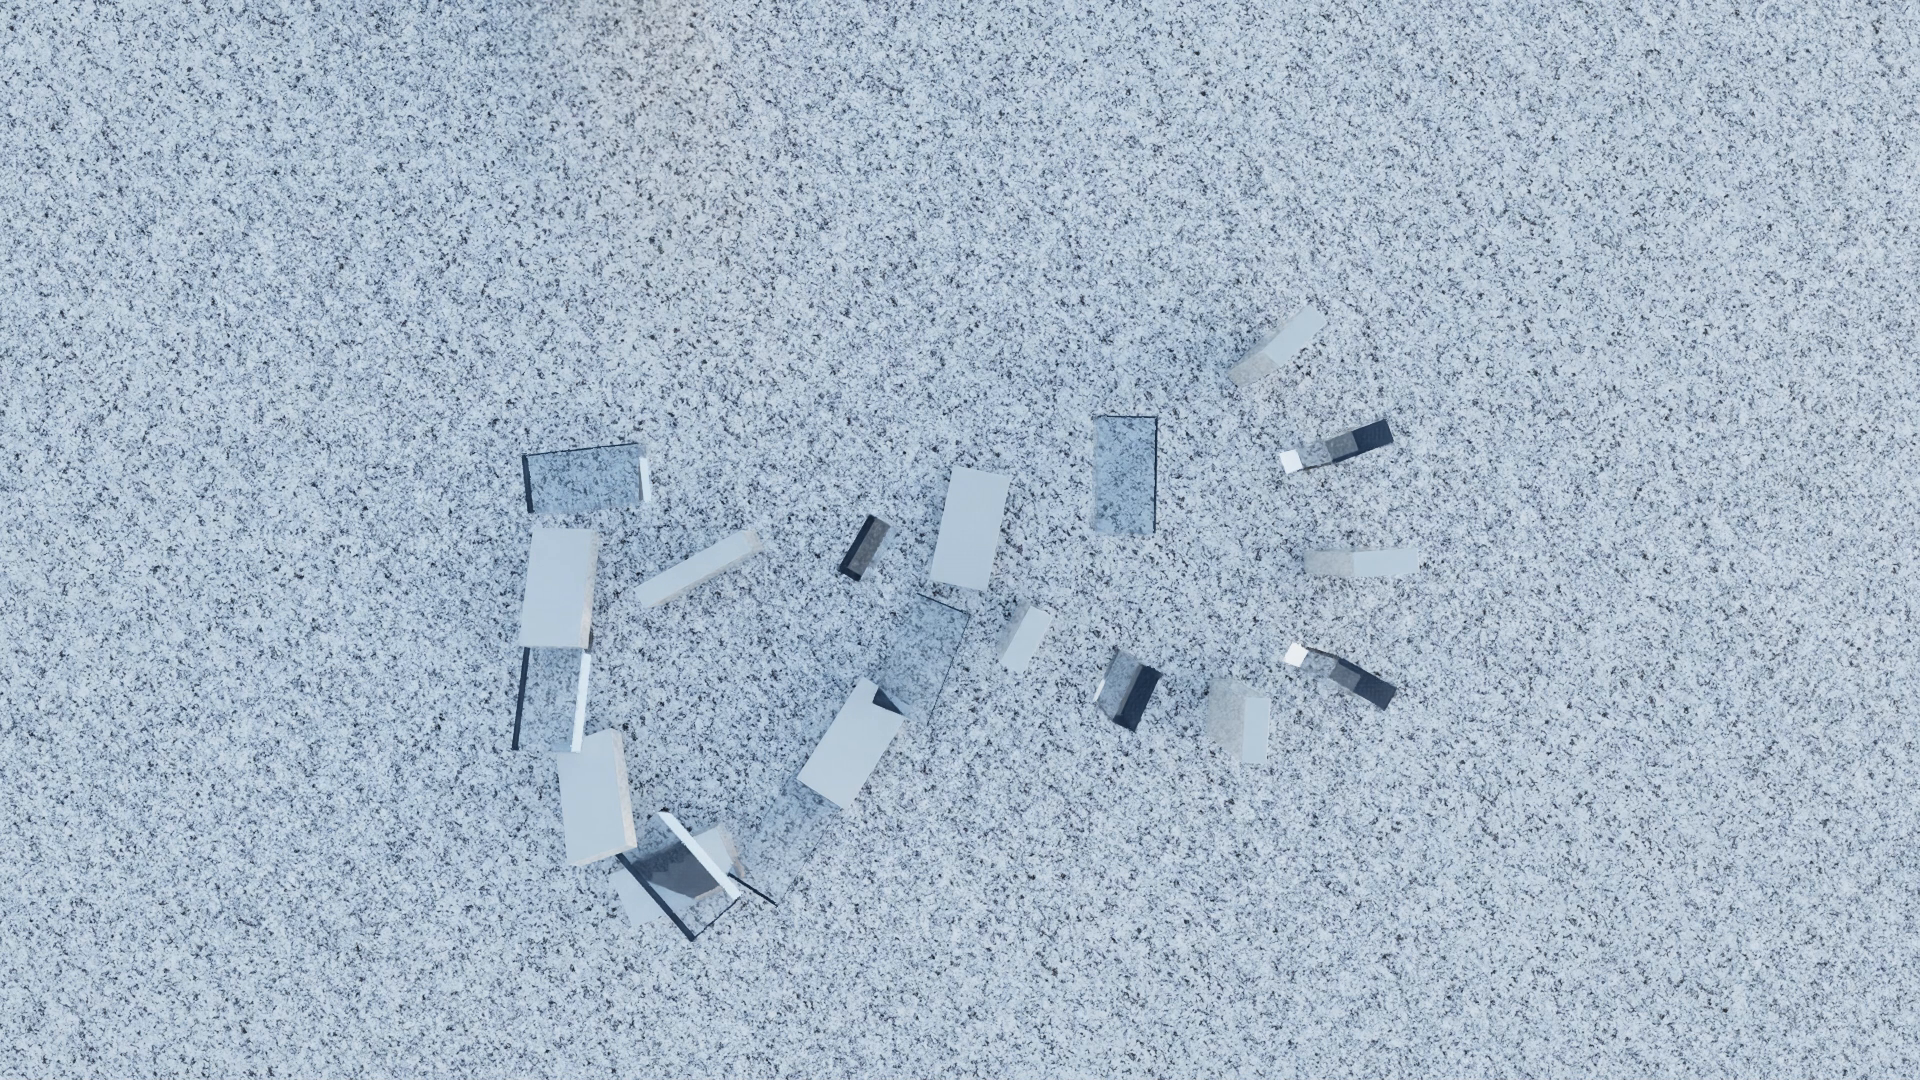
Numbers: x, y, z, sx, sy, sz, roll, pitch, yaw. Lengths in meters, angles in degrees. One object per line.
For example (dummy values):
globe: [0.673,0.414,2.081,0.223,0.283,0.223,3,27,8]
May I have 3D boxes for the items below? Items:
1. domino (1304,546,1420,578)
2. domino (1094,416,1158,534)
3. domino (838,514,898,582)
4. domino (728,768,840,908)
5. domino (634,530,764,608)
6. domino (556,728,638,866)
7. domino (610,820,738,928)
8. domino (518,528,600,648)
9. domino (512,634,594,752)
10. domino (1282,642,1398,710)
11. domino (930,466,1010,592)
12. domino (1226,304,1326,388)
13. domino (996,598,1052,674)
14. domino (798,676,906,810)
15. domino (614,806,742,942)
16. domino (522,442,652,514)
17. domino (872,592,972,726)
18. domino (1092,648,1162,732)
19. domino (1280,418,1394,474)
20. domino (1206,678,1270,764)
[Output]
domino: [0.163,0.009,0.375,0.025,0.050,0.009,-4,90,0]
domino: [0.071,-0.028,0.395,0.025,0.010,0.050,1,90,0]
domino: [-0.037,0.003,0.375,0.010,0.050,0.025,30,90,0]
domino: [-0.074,0.126,0.390,0.025,0.010,0.050,33,78,0]
domino: [-0.109,0.012,0.388,0.050,0.025,0.010,-29,90,0]
domino: [-0.153,0.108,0.385,0.025,0.009,0.050,-19,64,0]
domino: [-0.121,0.144,0.395,0.050,0.009,0.025,-24,90,0]
domino: [-0.170,0.021,0.390,0.025,0.010,0.050,1,77,0]
domino: [-0.173,0.064,0.390,0.025,0.009,0.050,1,77,0]
domino: [0.154,0.055,0.375,0.025,0.050,0.009,29,90,0]
domino: [0.004,-0.005,0.395,0.025,0.010,0.050,12,90,0]
domino: [0.128,-0.078,0.375,0.025,0.050,0.009,-44,90,0]
domino: [0.025,0.038,0.375,0.010,0.050,0.025,28,90,0]
domino: [-0.045,0.086,0.391,0.025,0.009,0.050,33,79,0]
domino: [-0.119,0.140,0.386,0.025,0.010,0.050,-41,90,0]
domino: [-0.161,-0.027,0.395,0.050,0.009,0.025,-6,90,0]
domino: [-0.016,0.051,0.390,0.025,0.009,0.050,22,79,-2]
domino: [0.068,0.060,0.375,0.010,0.050,0.025,25,90,0]
domino: [0.153,-0.038,0.375,0.025,0.050,0.009,-20,90,0]
domino: [0.113,0.073,0.375,0.010,0.050,0.025,4,90,0]
